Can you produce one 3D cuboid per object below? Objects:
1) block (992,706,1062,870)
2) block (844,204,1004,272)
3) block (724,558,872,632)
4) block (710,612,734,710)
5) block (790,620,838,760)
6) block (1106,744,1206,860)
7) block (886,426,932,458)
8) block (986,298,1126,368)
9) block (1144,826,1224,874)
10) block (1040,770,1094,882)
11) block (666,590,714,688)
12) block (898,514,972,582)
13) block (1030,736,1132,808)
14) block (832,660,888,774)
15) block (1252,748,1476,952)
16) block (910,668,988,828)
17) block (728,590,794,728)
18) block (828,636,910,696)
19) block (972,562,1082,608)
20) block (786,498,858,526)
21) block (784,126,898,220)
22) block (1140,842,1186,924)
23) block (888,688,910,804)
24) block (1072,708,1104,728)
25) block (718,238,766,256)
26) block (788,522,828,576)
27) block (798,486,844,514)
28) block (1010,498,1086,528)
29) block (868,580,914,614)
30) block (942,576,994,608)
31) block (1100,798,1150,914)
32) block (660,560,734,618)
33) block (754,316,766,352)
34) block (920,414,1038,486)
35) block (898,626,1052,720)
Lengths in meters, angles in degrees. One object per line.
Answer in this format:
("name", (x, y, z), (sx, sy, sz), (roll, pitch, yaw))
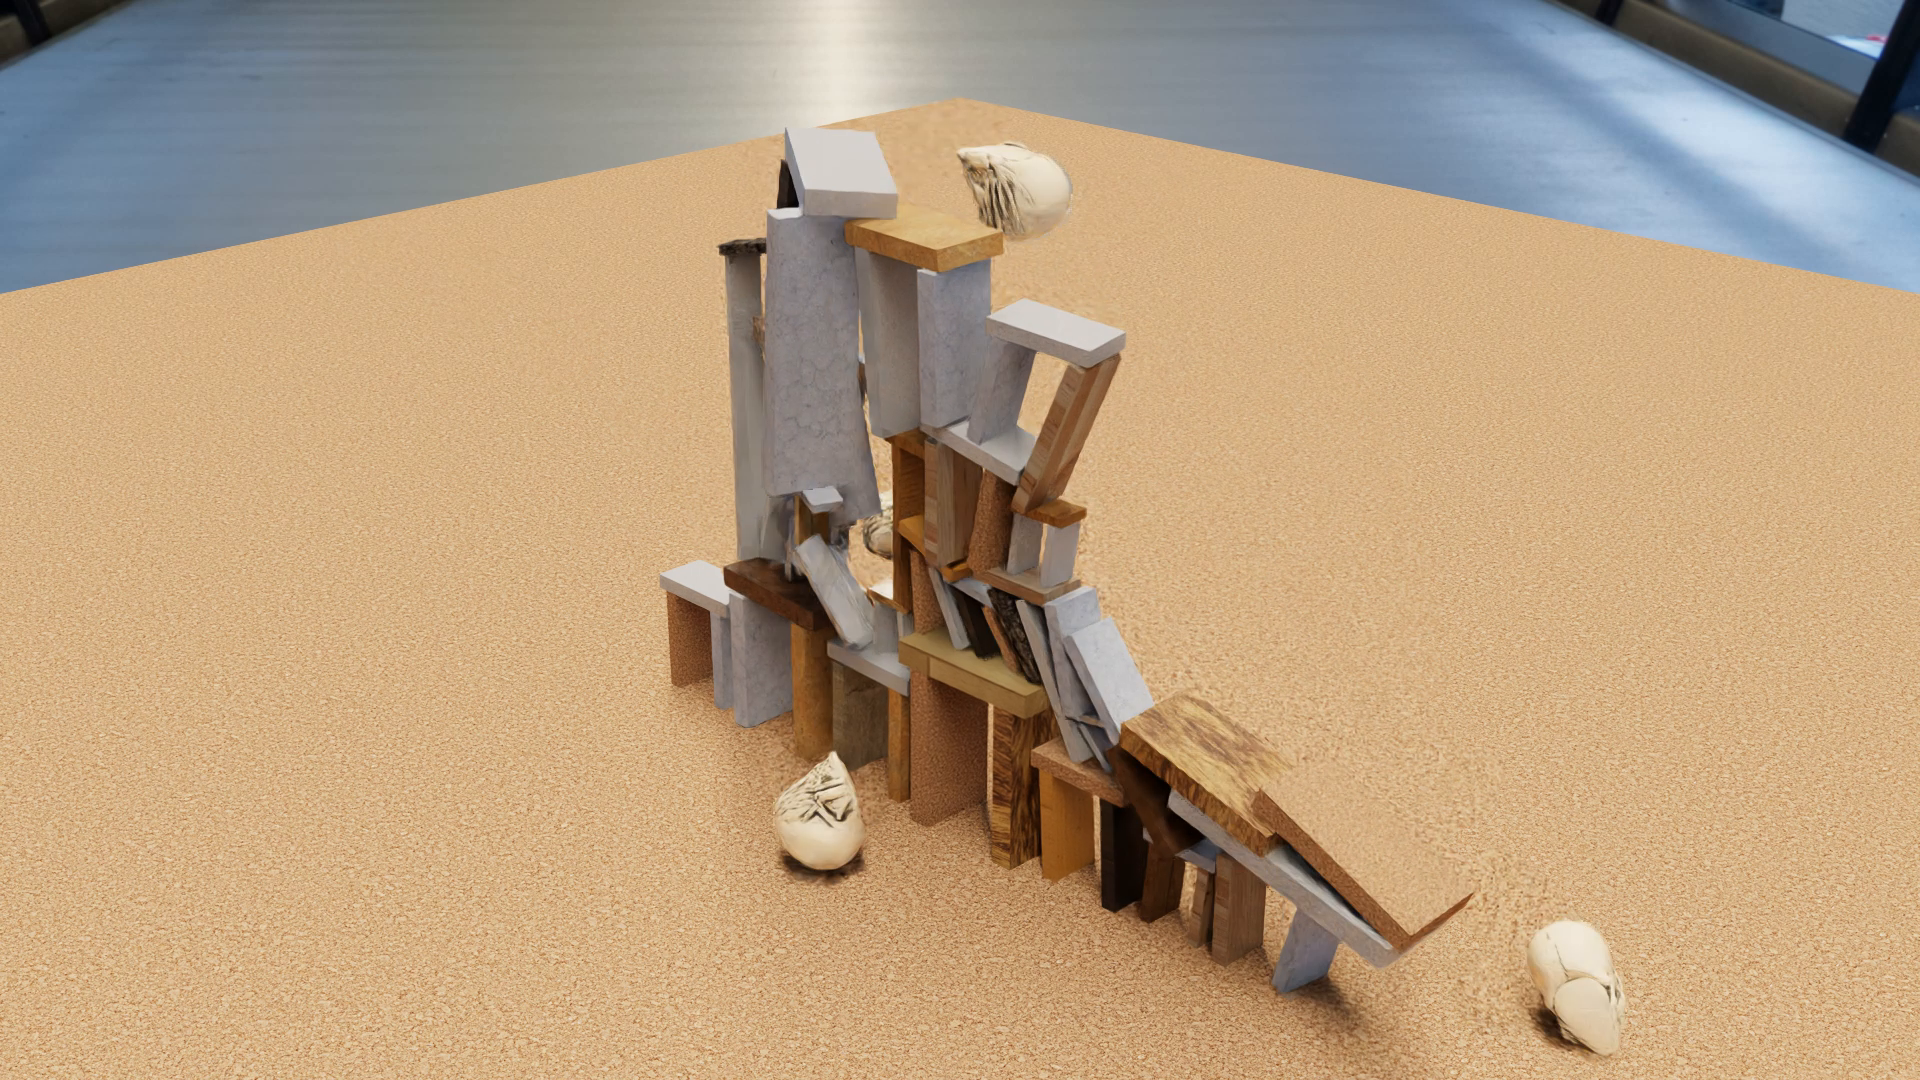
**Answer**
("block", (0.140, 0.452, 4.257), (0.171, 0.342, 0.048), (-21, 31, -41))
("block", (-0.068, -0.550, 3.995), (0.146, 0.041, 0.292), (-21, 28, -31))
("block", (-0.346, 0.103, 4.662), (0.156, 0.044, 0.312), (-19, 29, -37))
("block", (-0.493, 0.250, 4.873), (0.033, 0.232, 0.116), (21, 31, 41))
("block", (-0.279, 0.297, 4.659), (0.156, 0.312, 0.044), (-20, 30, -38))
("block", (0.359, 0.453, 3.942), (0.109, 0.219, 0.031), (-21, -12, -36))
("block", (-0.054, -0.189, 4.196), (0.090, 0.026, 0.181), (-20, 30, -32))
("block", (0.167, -0.362, 3.836), (0.221, 0.031, 0.111), (22, 35, 32))
("block", (0.426, 0.548, 3.992), (0.086, 0.024, 0.172), (-21, 31, -39))
("block", (0.206, 0.529, 4.219), (0.114, 0.229, 0.032), (-21, 28, -41))
("block", (-0.602, 0.208, 4.974), (0.033, 0.232, 0.116), (21, 31, 41))
("block", (-0.034, 0.011, 4.255), (0.086, 0.024, 0.172), (-17, 47, -37))
("block", (0.255, 0.427, 4.123), (0.229, 0.032, 0.114), (21, 31, 41))
("block", (-0.208, 0.353, 4.603), (0.036, 0.253, 0.126), (23, 32, 40))
("block", (0.673, 0.514, 3.678), (0.174, 0.049, 0.348), (-24, 57, -36))
("block", (-0.021, 0.389, 4.405), (0.048, 0.342, 0.171), (22, 31, 40))
("block", (-0.423, 0.241, 4.794), (0.044, 0.312, 0.156), (21, 31, 40))
("block", (-0.142, 0.243, 4.492), (0.126, 0.036, 0.253), (-19, 30, -38))
("block", (0.125, 0.071, 4.119), (0.097, 0.027, 0.194), (-22, 30, -38))
("block", (-0.287, -0.059, 4.585), (0.139, 0.020, 0.069), (21, 16, 36))
("block", (-0.228, -0.697, 4.161), (0.173, 0.049, 0.346), (1, 29, -12))
("block", (0.379, 0.621, 4.076), (0.086, 0.172, 0.024), (-21, 37, -40))
("block", (-0.088, 0.400, 4.493), (0.126, 0.253, 0.036), (-21, 33, -40))
("block", (0.264, 0.327, 4.068), (0.052, 0.015, 0.103), (-21, 22, -40))
("block", (-0.413, -0.599, 4.481), (0.144, 0.020, 0.072), (1, 16, 24))
("block", (-0.306, 0.010, 4.461), (0.070, 0.020, 0.139), (-13, 43, 1))
("block", (-0.280, -0.093, 4.318), (0.065, 0.018, 0.130), (-8, 31, -21))
("block", (0.160, -0.055, 4.011), (0.066, 0.019, 0.131), (-24, 31, -37))
("block", (-0.124, 0.115, 4.416), (0.060, 0.017, 0.120), (-21, 31, -38))
("block", (0.038, 0.085, 4.213), (0.068, 0.019, 0.135), (-21, 37, -40))
("block", (0.314, 0.571, 4.120), (0.114, 0.229, 0.032), (-21, 28, -41))
("block", (-0.548, 0.107, 4.872), (0.232, 0.033, 0.116), (21, 31, 41))
("block", (-0.314, -0.401, 4.446), (0.162, 0.046, 0.323), (-5, 18, -12))
("block", (0.051, -0.185, 4.030), (0.232, 0.033, 0.116), (32, 40, 28))
("block", (0.060, 0.241, 4.254), (0.342, 0.048, 0.171), (21, 31, 41))
